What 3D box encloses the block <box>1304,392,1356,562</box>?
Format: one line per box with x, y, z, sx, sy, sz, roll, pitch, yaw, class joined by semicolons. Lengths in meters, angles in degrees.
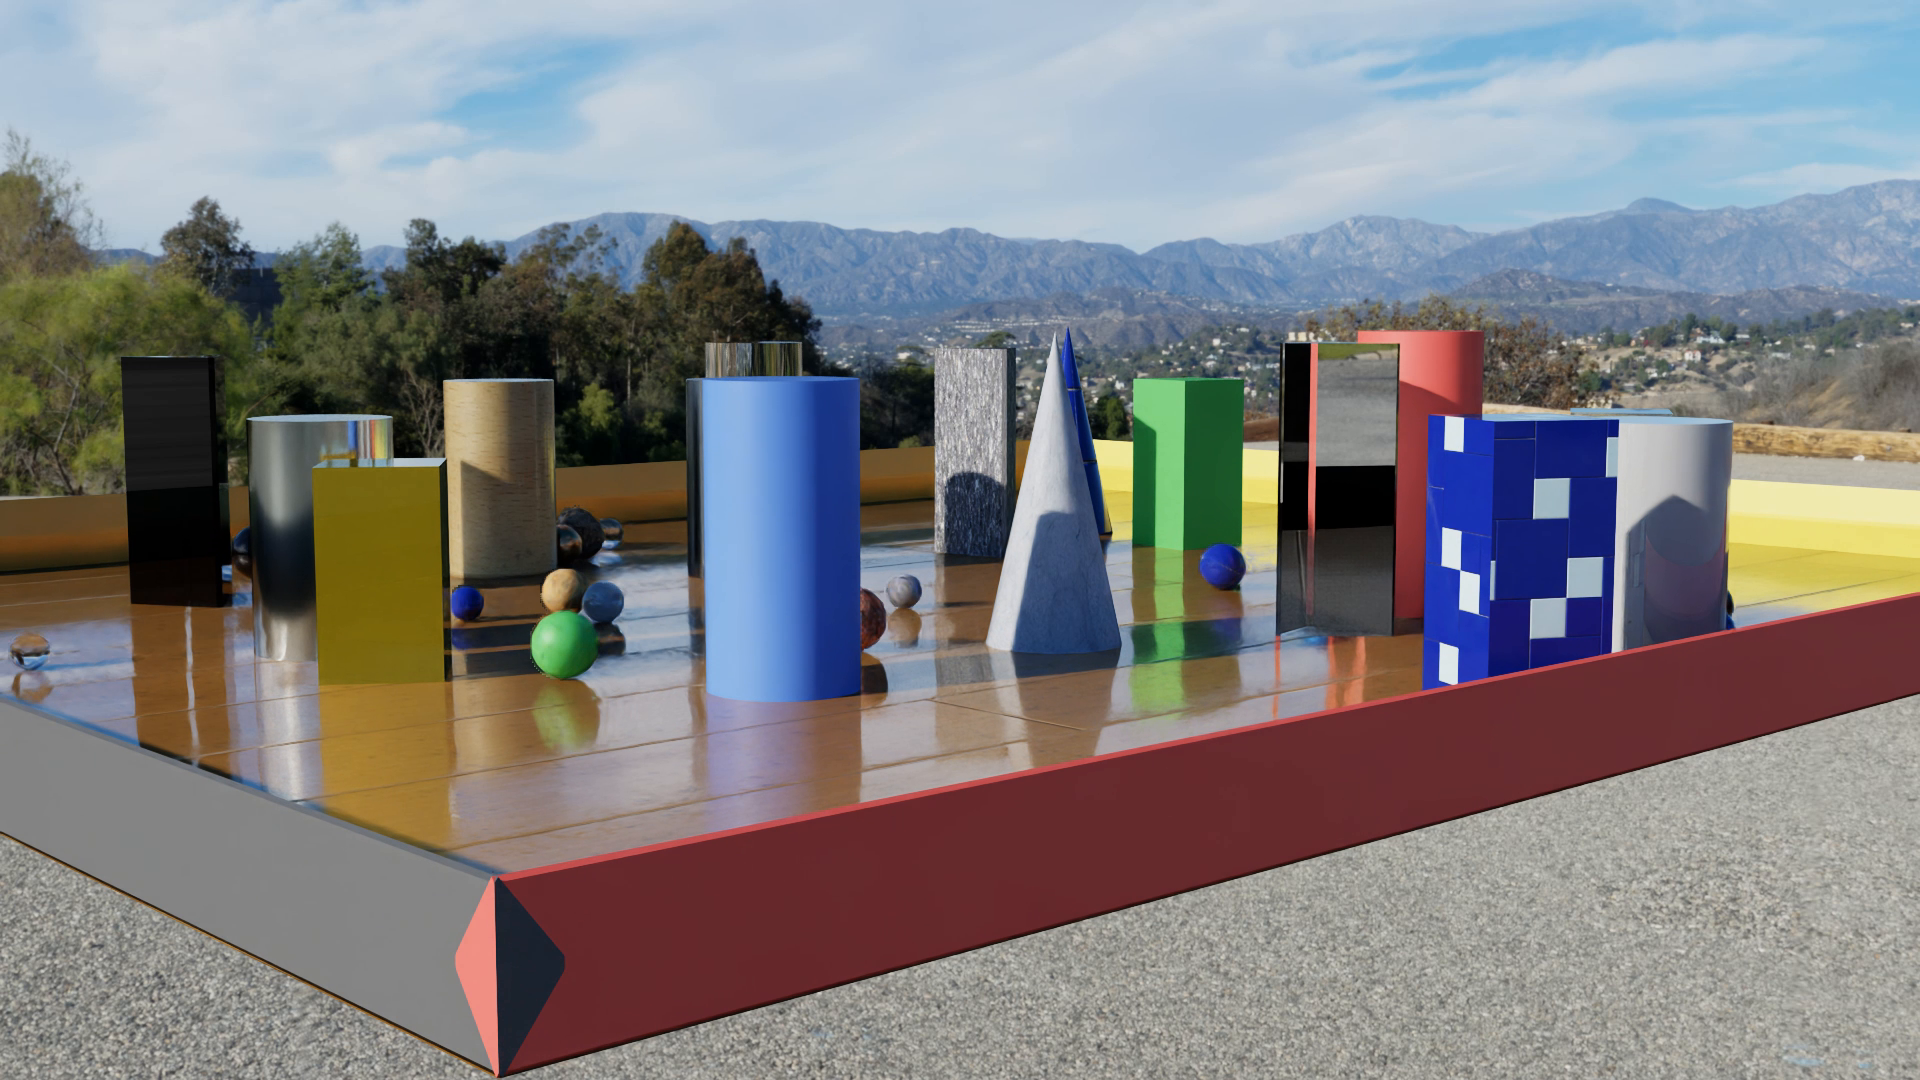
0.706;-0.113;3.875;0.144;0.289;0.144;4;7;35;block

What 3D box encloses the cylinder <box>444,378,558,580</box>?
-0.762;-0.105;3.652;0.180;0.320;0.180;0;6;0;cylinder

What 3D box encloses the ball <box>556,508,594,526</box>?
-0.706;-0.023;4.043;0.074;0.074;0.074;0;6;0;ball

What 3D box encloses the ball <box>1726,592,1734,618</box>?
1.046;0.090;3.059;0.058;0.058;0.058;0;6;0;ball

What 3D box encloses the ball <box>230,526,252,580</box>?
-1.135;0.021;3.560;0.090;0.090;0.090;0;6;0;ball

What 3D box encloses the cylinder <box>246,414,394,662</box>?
-0.818;-0.007;2.827;0.180;0.300;0.180;0;6;0;cylinder

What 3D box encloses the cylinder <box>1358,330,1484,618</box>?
0.667;-0.100;3.205;0.180;0.406;0.180;0;6;0;cylinder

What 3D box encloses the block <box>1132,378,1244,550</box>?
0.422;-0.145;4.081;0.144;0.308;0.144;-4;7;-35;block

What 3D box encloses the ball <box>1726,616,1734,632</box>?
0.945;0.117;2.771;0.059;0.059;0.059;0;6;0;ball

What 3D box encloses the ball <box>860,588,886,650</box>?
-0.136;0.102;2.834;0.083;0.083;0.083;0;6;0;ball

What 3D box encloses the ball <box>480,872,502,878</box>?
-0.318;0.255;1.437;0.076;0.076;0.076;0;6;0;ball

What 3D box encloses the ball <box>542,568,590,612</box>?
-0.565;0.075;3.152;0.069;0.069;0.069;0;6;0;ball

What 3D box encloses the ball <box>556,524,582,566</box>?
-0.681;0.009;3.759;0.071;0.071;0.071;0;6;0;ball

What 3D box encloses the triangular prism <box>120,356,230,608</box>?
-1.146;-0.092;3.310;0.156;0.368;0.135;2;6;17;triangular prism

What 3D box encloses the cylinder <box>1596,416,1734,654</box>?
0.830;0.009;2.647;0.180;0.307;0.180;0;6;0;cylinder

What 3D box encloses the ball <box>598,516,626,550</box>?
-0.641;-0.011;4.001;0.065;0.065;0.065;0;6;0;ball

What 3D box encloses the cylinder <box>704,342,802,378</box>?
-0.381;-0.178;4.071;0.180;0.375;0.180;0;6;0;cylinder

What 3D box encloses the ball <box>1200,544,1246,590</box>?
0.413;0.041;3.452;0.072;0.072;0.072;0;6;0;ball

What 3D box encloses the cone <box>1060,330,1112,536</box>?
0.210;-0.216;4.296;0.180;0.404;0.180;0;6;0;cone

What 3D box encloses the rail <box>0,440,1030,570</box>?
-0.899;-0.073;4.301;3.214;0.117;0.045;-6;8;-42;rail

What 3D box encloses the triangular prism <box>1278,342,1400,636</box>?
0.507;-0.073;3.011;0.156;0.394;0.135;0;6;1;triangular prism

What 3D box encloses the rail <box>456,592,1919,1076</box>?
0.899;0.134;2.364;3.214;0.117;0.045;-6;8;-42;rail

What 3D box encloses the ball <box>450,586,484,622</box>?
-0.697;0.090;3.105;0.049;0.049;0.049;0;6;0;ball

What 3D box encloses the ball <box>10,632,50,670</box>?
-1.139;0.136;2.692;0.046;0.046;0.046;0;6;0;ball

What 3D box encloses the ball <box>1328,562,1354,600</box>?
0.585;0.062;3.320;0.059;0.059;0.059;0;6;0;ball

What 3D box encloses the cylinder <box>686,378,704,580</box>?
-0.361;-0.104;3.629;0.180;0.323;0.180;0;6;0;cylinder

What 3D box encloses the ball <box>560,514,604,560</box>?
-0.663;-0.005;3.835;0.083;0.083;0.083;0;6;0;ball

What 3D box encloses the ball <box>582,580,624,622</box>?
-0.501;0.087;3.090;0.058;0.058;0.058;0;6;0;ball

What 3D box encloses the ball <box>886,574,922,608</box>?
-0.082;0.075;3.235;0.052;0.052;0.052;0;6;0;ball

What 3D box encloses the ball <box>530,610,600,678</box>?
-0.472;0.125;2.629;0.081;0.081;0.081;0;6;0;ball

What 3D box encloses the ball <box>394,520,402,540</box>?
-1.069;-0.017;4.113;0.047;0.047;0.047;0;6;0;ball

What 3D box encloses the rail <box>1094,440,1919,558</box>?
1.164;-0.084;4.400;0.045;0.117;2.698;-6;8;-42;rail

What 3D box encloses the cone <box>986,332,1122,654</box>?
0.124;-0.068;2.883;0.180;0.411;0.180;0;6;0;cone

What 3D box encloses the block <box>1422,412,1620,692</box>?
0.597;0.031;2.354;0.144;0.326;0.144;-2;6;-15;block

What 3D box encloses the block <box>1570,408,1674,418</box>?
0.988;-0.051;3.306;0.144;0.286;0.144;2;6;15;block

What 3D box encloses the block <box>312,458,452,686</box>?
-0.693;0.035;2.649;0.144;0.256;0.144;-1;6;-9;block

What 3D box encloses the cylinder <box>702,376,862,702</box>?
-0.205;-0.006;2.543;0.180;0.360;0.180;0;6;0;cylinder

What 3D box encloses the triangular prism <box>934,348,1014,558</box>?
0.057;-0.162;3.964;0.156;0.367;0.135;5;8;37;triangular prism

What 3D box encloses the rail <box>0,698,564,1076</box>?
-1.164;0.145;2.265;0.045;0.117;2.698;-6;8;-42;rail
